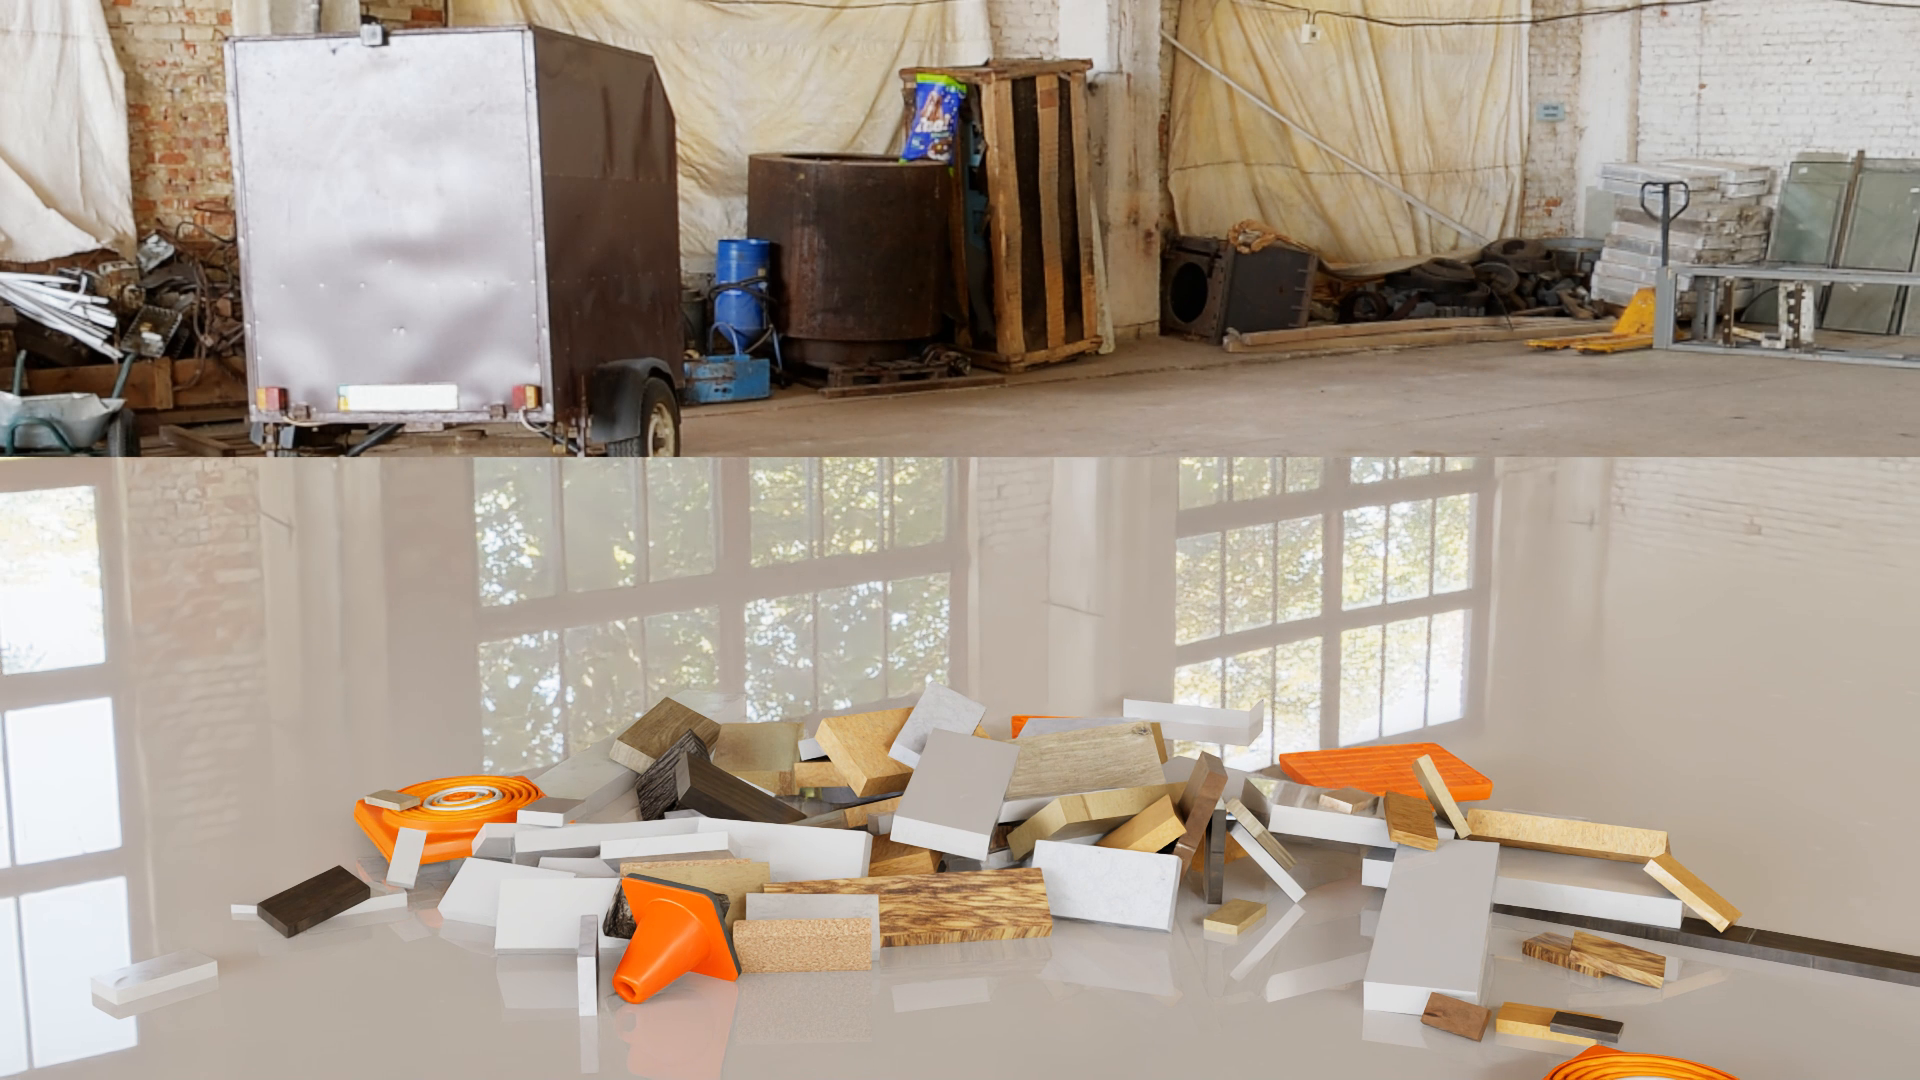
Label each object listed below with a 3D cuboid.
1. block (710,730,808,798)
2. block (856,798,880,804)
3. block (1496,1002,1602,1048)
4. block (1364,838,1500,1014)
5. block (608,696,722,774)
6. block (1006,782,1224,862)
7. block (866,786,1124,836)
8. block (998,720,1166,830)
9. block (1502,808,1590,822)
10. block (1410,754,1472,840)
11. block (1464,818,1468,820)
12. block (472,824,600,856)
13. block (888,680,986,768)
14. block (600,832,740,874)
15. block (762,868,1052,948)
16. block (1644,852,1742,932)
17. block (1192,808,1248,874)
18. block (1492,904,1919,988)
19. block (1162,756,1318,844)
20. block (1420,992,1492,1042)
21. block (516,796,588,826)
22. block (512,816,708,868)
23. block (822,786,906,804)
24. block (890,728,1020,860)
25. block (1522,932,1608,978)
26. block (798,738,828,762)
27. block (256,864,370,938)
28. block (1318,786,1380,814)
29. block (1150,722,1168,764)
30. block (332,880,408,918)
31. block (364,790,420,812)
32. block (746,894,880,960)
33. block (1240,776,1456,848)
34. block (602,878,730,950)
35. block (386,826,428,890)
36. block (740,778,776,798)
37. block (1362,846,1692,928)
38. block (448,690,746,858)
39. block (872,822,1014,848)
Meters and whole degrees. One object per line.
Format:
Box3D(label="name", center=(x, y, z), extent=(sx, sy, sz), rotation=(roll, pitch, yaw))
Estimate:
Box3D(label="block", center=(-0.405, 0.439, 4.353), extent=(0.163, 0.046, 0.327), rotation=(1, 11, 5))
Box3D(label="block", center=(-0.170, 0.466, 4.246), extent=(0.119, 0.034, 0.239), rotation=(-5, 11, -23))
Box3D(label="block", center=(0.833, 0.684, 3.109), extent=(0.137, 0.019, 0.068), rotation=(4, 11, 23))
Box3D(label="block", center=(0.730, 0.586, 3.376), extent=(0.159, 0.045, 0.488), rotation=(2, 19, 17))
Box3D(label="block", center=(-0.576, 0.403, 4.375), extent=(0.145, 0.041, 0.291), rotation=(27, 17, 5))
Box3D(label="block", center=(0.267, 0.477, 3.757), extent=(0.349, 0.046, 0.163), rotation=(-2, -28, -36))
Box3D(label="block", center=(0.063, 0.470, 3.817), extent=(0.436, 0.034, 0.119), rotation=(-5, -3, -12))
Box3D(label="block", center=(0.211, 0.428, 3.979), extent=(0.319, 0.159, 0.045), rotation=(-6, -21, -22))
Box3D(label="block", center=(1.026, 0.518, 3.855), extent=(0.148, 0.074, 0.021), rotation=(4, 11, 23))
Box3D(label="block", center=(0.808, 0.436, 3.696), extent=(0.021, 0.149, 0.074), rotation=(-26, -16, -4))
Box3D(label="block", center=(0.854, 0.528, 3.961), extent=(0.058, 0.016, 0.182), rotation=(8, 13, 36))
Box3D(label="block", center=(-0.668, 0.513, 3.760), extent=(0.313, 0.025, 0.088), rotation=(4, -30, -27))
Box3D(label="block", center=(-0.039, 0.347, 3.999), extent=(0.115, 0.033, 0.230), rotation=(27, 30, 4))
Box3D(label="block", center=(-0.463, 0.501, 3.525), extent=(0.204, 0.029, 0.102), rotation=(-5, -21, 4))
Box3D(label="block", center=(-0.083, 0.583, 3.461), extent=(0.445, 0.032, 0.112), rotation=(-2, 46, -10))
Box3D(label="block", center=(1.157, 0.555, 3.469), extent=(0.149, 0.021, 0.075), rotation=(41, 24, 27))
Box3D(label="block", center=(0.471, 0.511, 3.838), extent=(0.027, 0.094, 0.187), rotation=(10, 14, 41))
Box3D(label="block", center=(1.144, 0.617, 3.467), extent=(0.700, 0.021, 0.075), rotation=(6, 12, 29))
Box3D(label="block", center=(0.516, 0.470, 4.018), extent=(0.367, 0.039, 0.139), rotation=(10, 21, 37))
Box3D(label="block", center=(0.700, 0.673, 3.103), extent=(0.092, 0.046, 0.013), rotation=(10, -23, 43))
Box3D(label="block", center=(-0.699, 0.466, 3.775), extent=(0.077, 0.022, 0.181), rotation=(4, 1, 3))
Box3D(label="block", center=(-0.594, 0.523, 3.739), extent=(0.323, 0.036, 0.127), rotation=(-3, -28, -15))
Box3D(label="block", center=(-0.129, 0.455, 4.069), extent=(0.230, 0.033, 0.115), rotation=(-5, -3, -22))
Box3D(label="block", center=(-0.003, 0.424, 3.719), extent=(0.158, 0.045, 0.382), rotation=(12, 18, 6))
Box3D(label="block", center=(0.940, 0.635, 3.371), extent=(0.068, 0.019, 0.137), rotation=(-9, 14, -40))
Box3D(label="block", center=(-0.236, 0.397, 4.164), extent=(0.127, 0.036, 0.254), rotation=(-12, -10, -4))
Box3D(label="block", center=(-1.039, 0.581, 3.538), extent=(0.080, 0.023, 0.159), rotation=(26, 32, 30))
Box3D(label="block", center=(0.652, 0.435, 3.681), extent=(0.058, 0.016, 0.115), rotation=(16, 10, 32))
Box3D(label="block", center=(0.330, 0.430, 4.273), extent=(0.139, 0.039, 0.278), rotation=(2, 21, -1))
Box3D(label="block", center=(-0.997, 0.589, 3.610), extent=(0.159, 0.023, 0.080), rotation=(-5, 12, -26))
Box3D(label="block", center=(-0.992, 0.455, 3.844), extent=(0.091, 0.013, 0.045), rotation=(6, 14, 35))
Box3D(label="block", center=(-0.227, 0.596, 3.385), extent=(0.204, 0.029, 0.102), rotation=(2, 45, -6))
Box3D(label="block", center=(0.650, 0.464, 3.698), extent=(0.320, 0.045, 0.160), rotation=(9, 9, -11))
Box3D(label="block", center=(-0.450, 0.575, 3.371), extent=(0.176, 0.088, 0.025), rotation=(13, 20, -26))
Box3D(label="block", center=(-0.922, 0.530, 3.664), extent=(0.045, 0.013, 0.108), rotation=(12, 45, -9))
Box3D(label="block", center=(-0.397, 0.492, 3.888), extent=(0.077, 0.022, 0.154), rotation=(23, 45, 12))
Box3D(label="block", center=(0.931, 0.555, 3.617), extent=(0.505, 0.045, 0.160), rotation=(5, 11, 23))
Box3D(label="block", center=(-0.683, 0.444, 4.342), extent=(0.145, 0.041, 1.037), rotation=(3, 11, 16))
Box3D(label="block", center=(-0.044, 0.522, 3.838), extent=(0.255, 0.036, 0.127), rotation=(-3, -4, -11))
